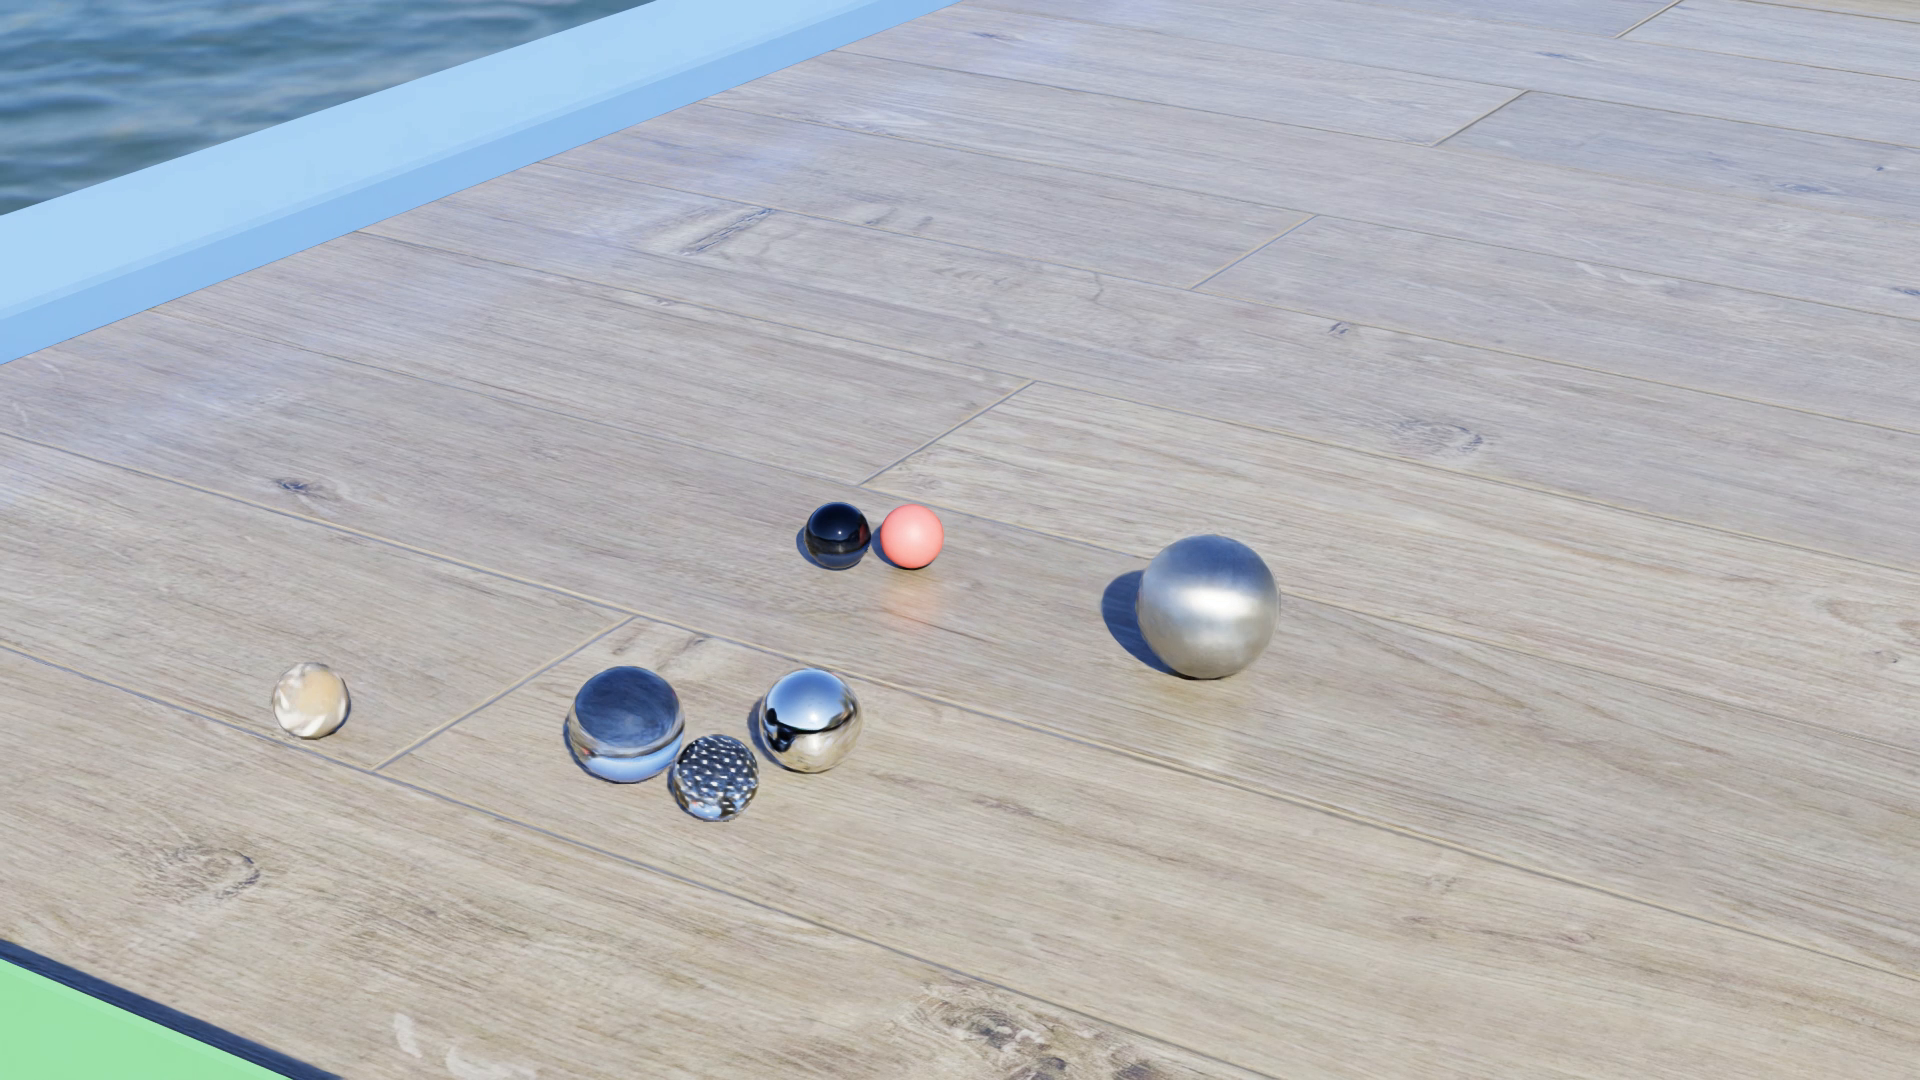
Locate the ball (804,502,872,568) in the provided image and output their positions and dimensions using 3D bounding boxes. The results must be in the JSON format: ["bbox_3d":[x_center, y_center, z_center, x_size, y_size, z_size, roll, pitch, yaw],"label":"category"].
[{"bbox_3d":[-0.081,-0.003,1.948,0.045,0.045,0.045,0,24,0],"label":"ball"}]

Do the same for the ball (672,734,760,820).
[{"bbox_3d":[-0.136,0.132,1.638,0.048,0.048,0.048,0,24,0],"label":"ball"}]

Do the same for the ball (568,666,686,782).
[{"bbox_3d":[-0.190,0.105,1.677,0.067,0.067,0.067,0,24,0],"label":"ball"}]

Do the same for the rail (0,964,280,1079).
[{"bbox_3d":[-0.403,0.232,1.328,1.707,0.115,0.045,14,28,29],"label":"rail"}]

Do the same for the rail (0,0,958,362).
[{"bbox_3d":[-0.287,-0.474,2.923,0.045,0.115,3.125,14,28,29],"label":"rail"}]

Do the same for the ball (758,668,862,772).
[{"bbox_3d":[-0.086,0.103,1.689,0.060,0.060,0.060,0,24,0],"label":"ball"}]

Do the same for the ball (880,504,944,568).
[{"bbox_3d":[-0.032,-0.003,1.949,0.043,0.043,0.043,0,24,0],"label":"ball"}]

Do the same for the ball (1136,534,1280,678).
[{"bbox_3d":[0.151,0.040,1.797,0.088,0.088,0.088,0,24,0],"label":"ball"}]

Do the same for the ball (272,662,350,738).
[{"bbox_3d":[-0.382,0.094,1.729,0.044,0.044,0.044,0,24,0],"label":"ball"}]
